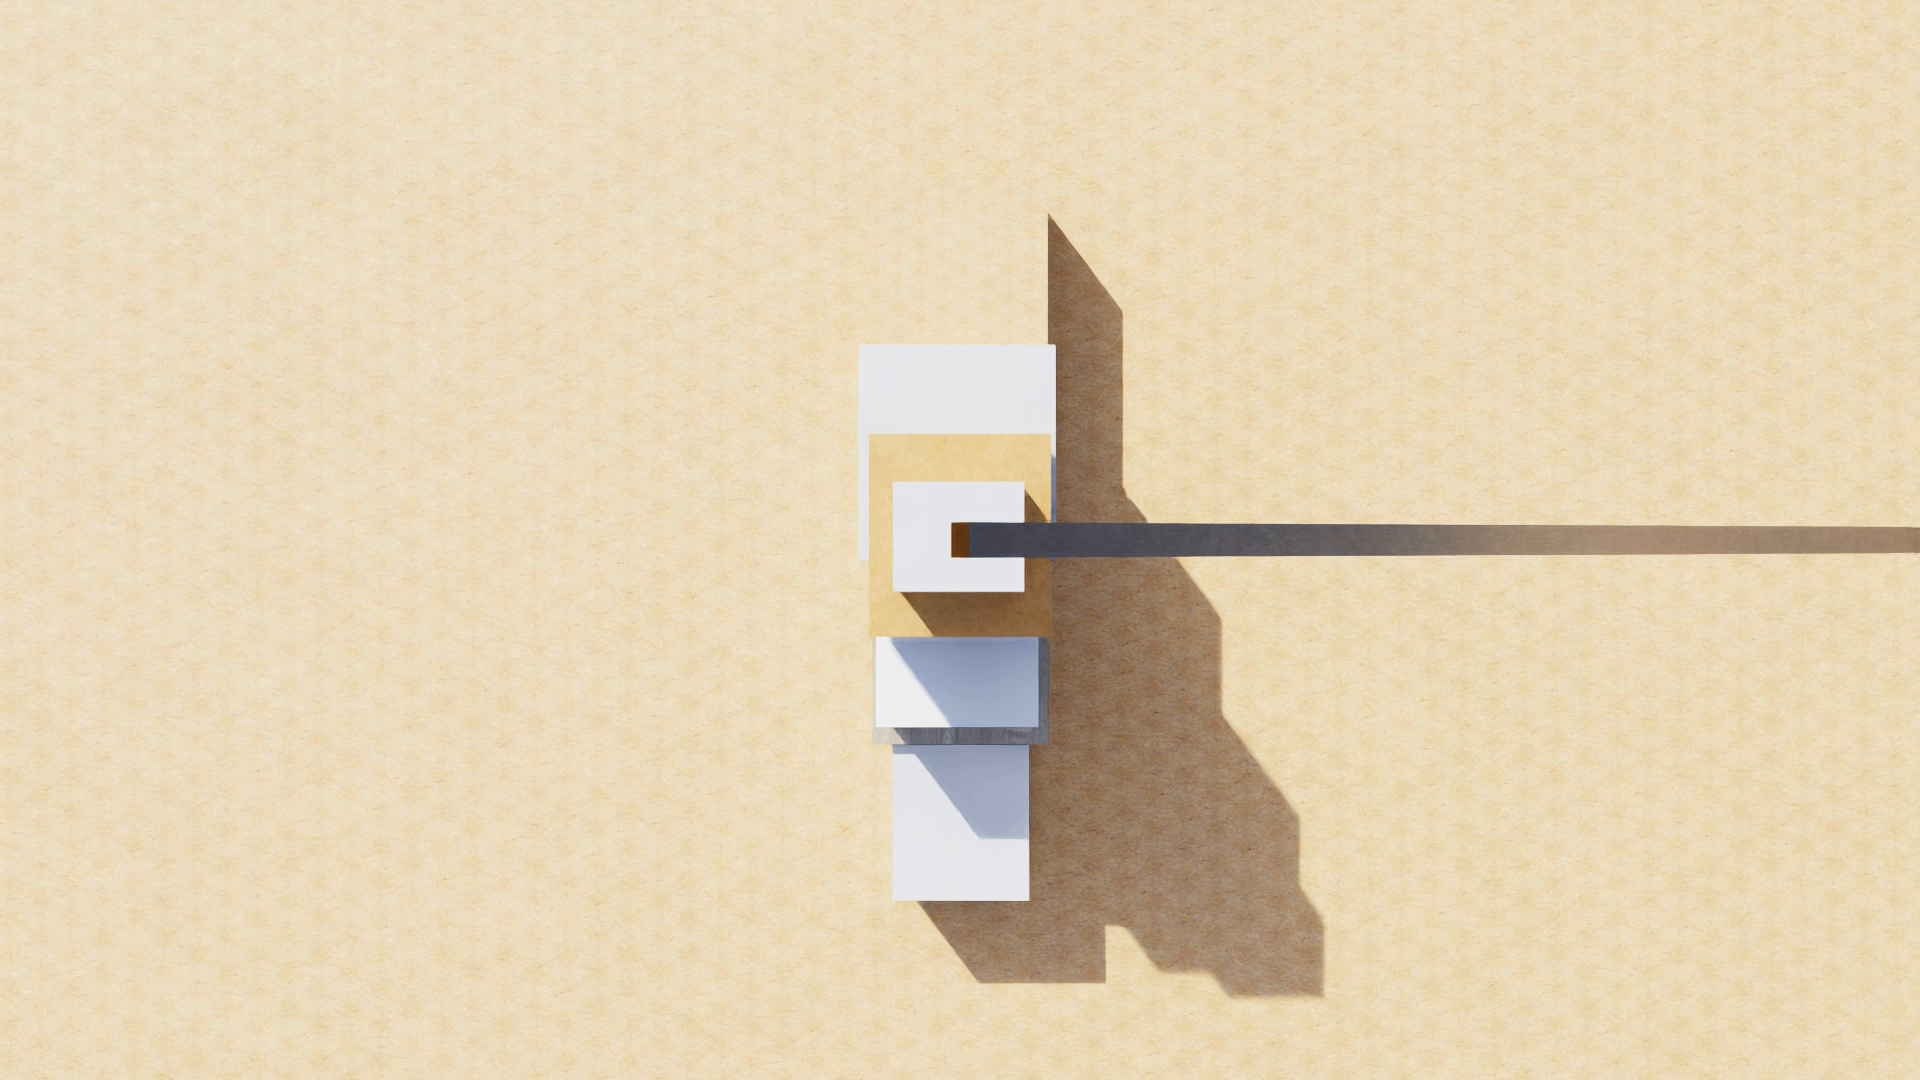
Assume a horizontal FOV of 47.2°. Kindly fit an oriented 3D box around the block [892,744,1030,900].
[{"bbox_3d":[0.005,1.557,12.558,0.752,0.884,0.859,0,90,0],"label":"block"}]

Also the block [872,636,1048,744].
[{"bbox_3d":[0.003,0.610,12.513,0.966,0.974,1.015,0,90,0],"label":"block"}]

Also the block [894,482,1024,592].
[{"bbox_3d":[-0.006,-0.018,9.817,0.570,0.520,0.476,0,91,0],"label":"block"}]

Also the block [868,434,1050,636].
[{"bbox_3d":[0.000,-0.028,10.552,0.833,0.951,0.931,0,91,0],"label":"block"}]

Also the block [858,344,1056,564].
[{"bbox_3d":[-0.015,-0.424,11.547,0.990,0.996,1.082,0,88,0],"label":"block"}]

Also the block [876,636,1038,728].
[{"bbox_3d":[-0.014,0.546,11.584,0.824,0.885,0.804,0,90,0],"label":"block"}]

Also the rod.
[{"bbox_3d":[2.234,0.000,6.266,5.200,0.080,0.080,0,90,-31],"label":"rod"}]

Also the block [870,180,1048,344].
[{"bbox_3d":[-0.007,-1.474,12.559,0.980,0.883,1.025,0,90,0],"label":"block"}]
